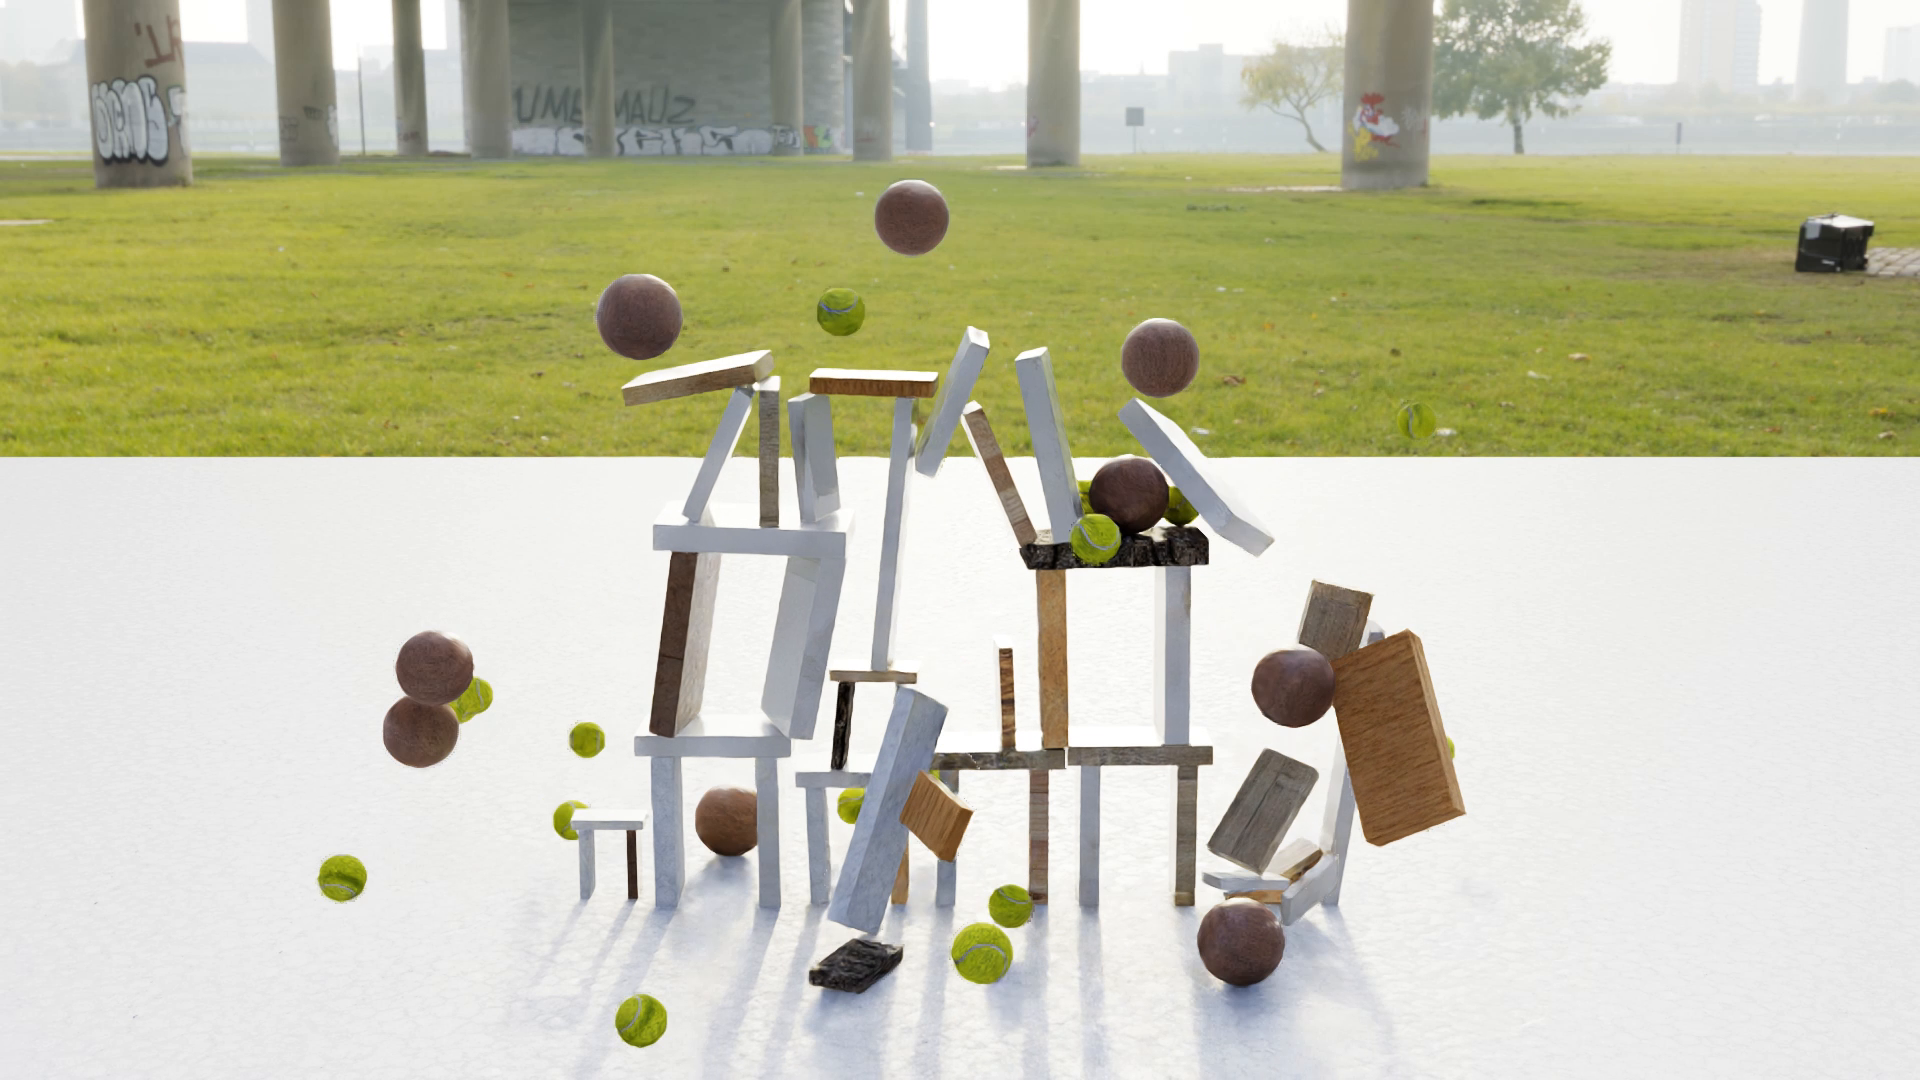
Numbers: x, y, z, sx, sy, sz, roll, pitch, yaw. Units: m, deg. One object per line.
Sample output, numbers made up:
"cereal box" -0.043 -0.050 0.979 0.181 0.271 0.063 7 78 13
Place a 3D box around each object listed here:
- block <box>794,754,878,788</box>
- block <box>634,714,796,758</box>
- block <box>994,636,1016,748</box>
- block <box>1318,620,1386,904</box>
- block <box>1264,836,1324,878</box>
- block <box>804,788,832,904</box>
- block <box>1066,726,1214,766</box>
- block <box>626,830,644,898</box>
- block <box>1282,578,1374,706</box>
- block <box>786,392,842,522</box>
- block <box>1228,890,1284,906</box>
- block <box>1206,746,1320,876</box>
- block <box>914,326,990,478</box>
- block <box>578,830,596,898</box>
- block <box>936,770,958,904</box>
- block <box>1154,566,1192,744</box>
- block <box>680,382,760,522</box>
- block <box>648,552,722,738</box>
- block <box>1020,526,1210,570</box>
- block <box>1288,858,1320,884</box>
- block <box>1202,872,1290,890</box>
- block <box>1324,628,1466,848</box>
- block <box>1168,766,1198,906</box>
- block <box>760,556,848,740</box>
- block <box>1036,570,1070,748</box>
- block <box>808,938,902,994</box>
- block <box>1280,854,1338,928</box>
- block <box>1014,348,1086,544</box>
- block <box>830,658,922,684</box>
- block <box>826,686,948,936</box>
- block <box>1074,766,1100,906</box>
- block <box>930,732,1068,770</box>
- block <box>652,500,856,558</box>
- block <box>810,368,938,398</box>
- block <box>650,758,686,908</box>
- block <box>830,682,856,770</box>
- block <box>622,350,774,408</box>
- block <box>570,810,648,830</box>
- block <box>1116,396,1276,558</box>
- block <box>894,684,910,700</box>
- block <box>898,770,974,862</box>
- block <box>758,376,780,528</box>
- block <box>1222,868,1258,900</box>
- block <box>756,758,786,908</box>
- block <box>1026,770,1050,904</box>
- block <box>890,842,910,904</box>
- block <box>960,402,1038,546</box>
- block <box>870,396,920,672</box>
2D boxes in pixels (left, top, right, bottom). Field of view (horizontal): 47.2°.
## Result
"block" -0.170 0.381 3.630 0.197 0.028 0.099 0 11 1
"block" -0.399 0.322 3.616 0.255 0.036 0.127 0 11 1
"block" 0.074 0.248 3.613 0.024 0.167 0.084 -3 10 -5
"block" 0.640 0.364 3.624 0.028 0.462 0.097 8 10 -2
"block" 0.540 0.533 3.632 0.109 0.015 0.054 -30 24 -18
"block" -0.235 0.492 3.652 0.028 0.197 0.099 -2 11 1
"block" 0.292 0.340 3.624 0.237 0.034 0.118 0 10 0
"block" -0.542 0.531 3.662 0.017 0.119 0.059 0 11 0
"block" 0.590 0.165 3.529 0.097 0.194 0.028 13 12 -4
"block" -0.232 -0.135 3.513 0.028 0.195 0.098 -1 13 22
"block" 0.480 0.573 3.517 0.063 0.018 0.125 -10 -13 27
"block" 0.488 0.435 3.536 0.097 0.194 0.028 22 -22 32
"block" -0.014 -0.221 3.515 0.032 0.229 0.114 21 16 -9
"block" -0.621 0.531 3.662 0.017 0.119 0.059 0 11 0
"block" -0.021 0.477 3.651 0.032 0.229 0.114 1 11 0
"block" 0.348 0.174 3.607 0.041 0.293 0.146 -1 10 -2
"block" -0.380 -0.144 3.496 0.031 0.221 0.110 24 15 -4
"block" -0.445 0.152 3.576 0.043 0.306 0.153 11 14 8
"block" 0.248 0.012 3.574 0.292 0.041 0.146 -2 10 -3
"block" 0.549 0.554 3.667 0.109 0.015 0.054 -33 13 -1
"block" 0.453 0.541 3.488 0.125 0.018 0.063 4 2 -23
"block" 0.660 0.300 3.351 0.149 0.299 0.042 -27 -35 29
"block" 0.370 0.473 3.648 0.034 0.237 0.118 0 10 0
"block" -0.256 0.155 3.578 0.043 0.306 0.153 6 12 -24
"block" 0.151 0.179 3.601 0.041 0.292 0.146 -2 10 -1
"block" -0.156 0.639 3.302 0.084 0.024 0.167 6 8 19
"block" 0.561 0.563 3.536 0.018 0.063 0.125 27 45 36
"block" 0.147 -0.154 3.535 0.042 0.299 0.149 -11 8 8
"block" -0.138 0.215 3.603 0.143 0.020 0.072 1 12 5
"block" -0.112 0.428 3.469 0.032 0.381 0.114 11 -13 30
"block" 0.212 0.473 3.648 0.034 0.237 0.118 0 10 0
"block" 0.057 0.348 3.628 0.229 0.032 0.114 0 10 -3
"block" -0.328 -0.018 3.532 0.306 0.043 0.153 2 15 2
"block" -0.137 -0.251 3.520 0.195 0.028 0.098 2 12 4
"block" -0.483 0.465 3.643 0.036 0.255 0.127 -1 11 -1
"block" -0.192 0.297 3.610 0.020 0.143 0.072 7 12 4
"block" -0.416 -0.258 3.503 0.220 0.031 0.110 -9 14 13
"block" -0.581 0.464 3.649 0.119 0.017 0.059 0 11 0
"block" 0.387 -0.104 3.615 0.149 0.042 0.299 26 23 -52
"block" -0.100 0.298 3.605 0.020 0.143 0.072 6 12 1
"block" -0.037 0.417 3.323 0.024 0.084 0.167 22 4 -26
"block" -0.301 -0.140 3.482 0.031 0.221 0.110 0 15 -4
"block" 0.490 0.562 3.652 0.109 0.015 0.054 -17 22 10
"block" -0.312 0.465 3.642 0.036 0.255 0.127 -1 11 0
"block" 0.129 0.477 3.651 0.032 0.229 0.114 0 11 0
"block" -0.102 0.492 3.651 0.028 0.197 0.099 -1 11 1
"block" 0.059 -0.108 3.530 0.032 0.229 0.114 -24 10 -2
"block" -0.105 -0.015 3.558 0.028 0.447 0.098 7 12 4
